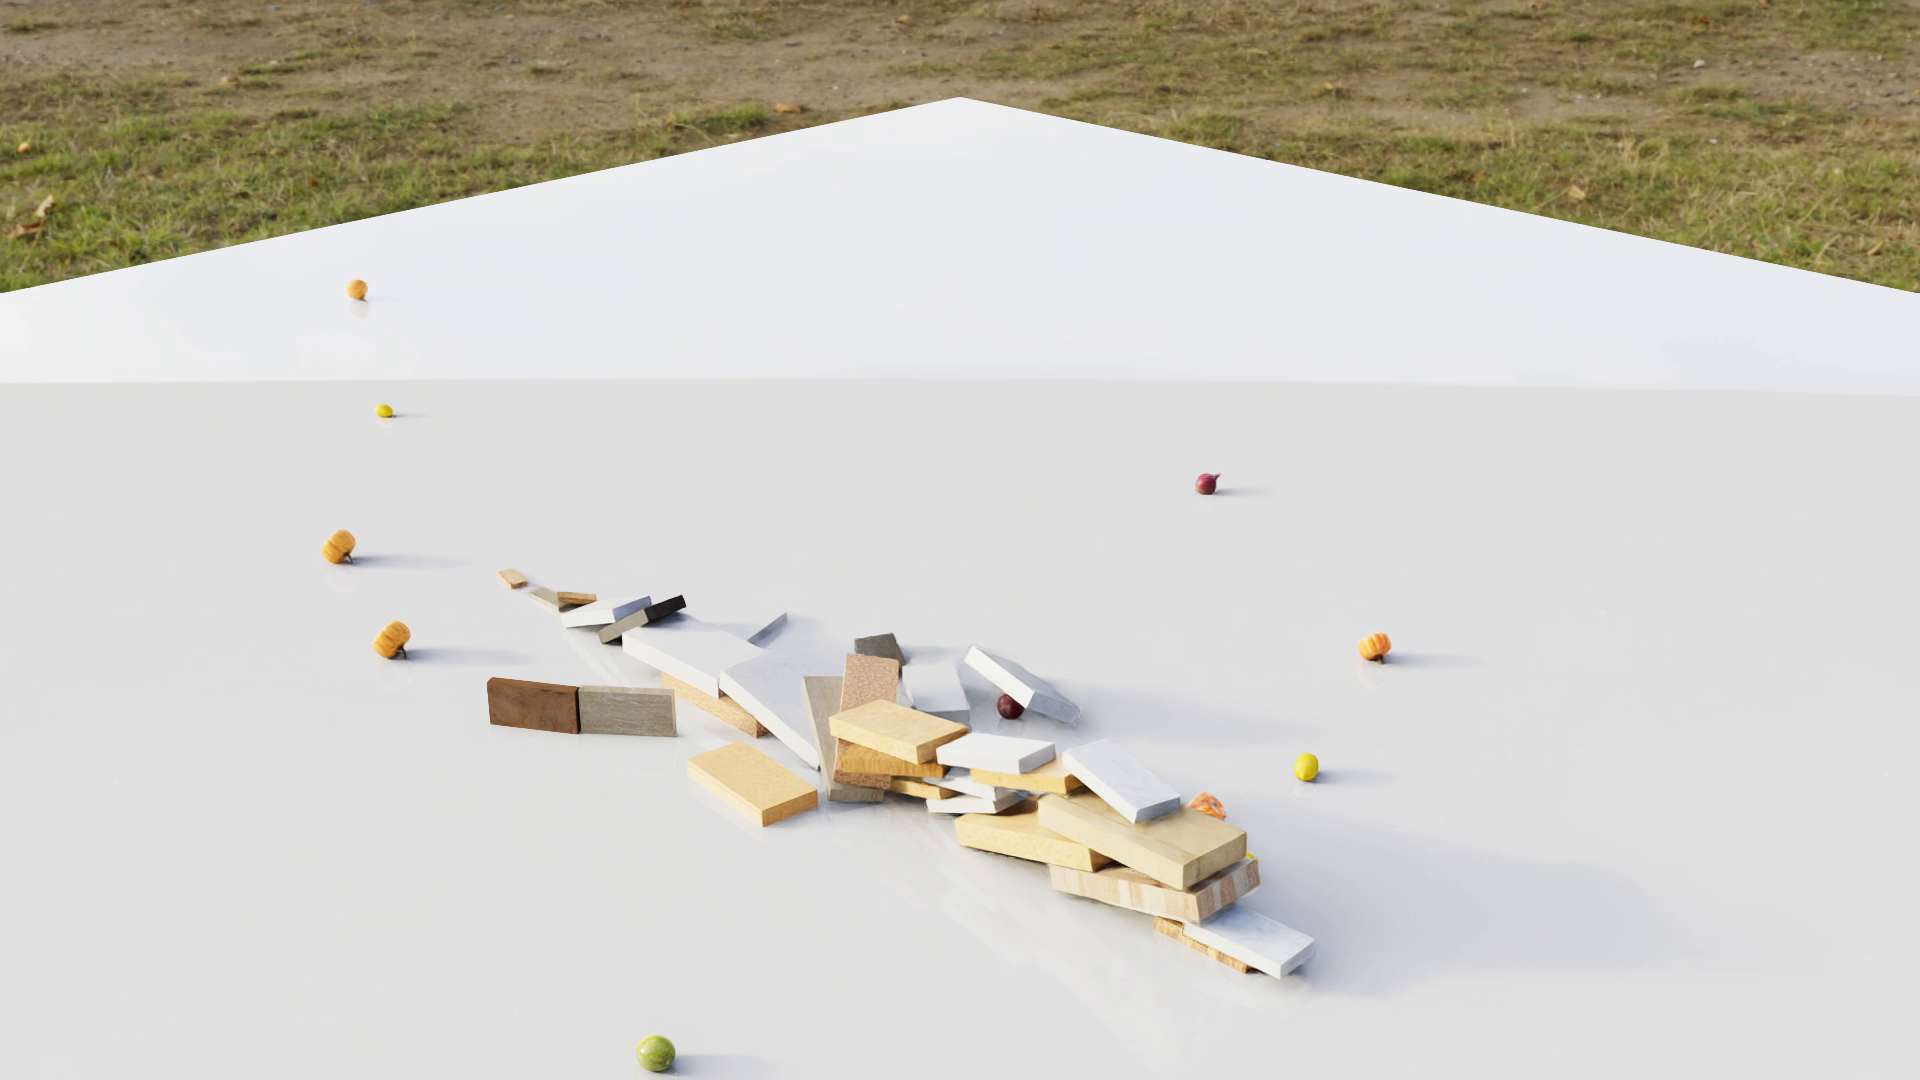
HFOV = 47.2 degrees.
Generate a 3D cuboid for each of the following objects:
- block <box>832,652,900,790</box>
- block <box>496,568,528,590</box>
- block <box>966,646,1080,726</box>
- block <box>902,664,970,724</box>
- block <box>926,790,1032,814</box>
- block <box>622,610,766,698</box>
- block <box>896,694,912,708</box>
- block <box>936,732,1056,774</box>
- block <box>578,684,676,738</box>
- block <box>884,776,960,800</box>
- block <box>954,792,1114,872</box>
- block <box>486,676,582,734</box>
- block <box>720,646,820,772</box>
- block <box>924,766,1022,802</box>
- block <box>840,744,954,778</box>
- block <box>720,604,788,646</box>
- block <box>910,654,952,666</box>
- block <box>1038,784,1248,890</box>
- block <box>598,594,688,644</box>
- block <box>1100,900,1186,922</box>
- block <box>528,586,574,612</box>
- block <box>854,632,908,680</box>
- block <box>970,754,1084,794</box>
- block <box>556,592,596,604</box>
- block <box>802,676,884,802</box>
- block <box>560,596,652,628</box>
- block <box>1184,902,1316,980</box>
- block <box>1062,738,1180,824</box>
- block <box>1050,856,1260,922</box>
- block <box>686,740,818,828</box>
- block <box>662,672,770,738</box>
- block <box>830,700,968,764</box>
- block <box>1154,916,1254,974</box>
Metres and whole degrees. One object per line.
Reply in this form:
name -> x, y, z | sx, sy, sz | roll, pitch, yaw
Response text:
block -> -0.195, 0.377, 4.637 | 0.116, 0.033, 0.407 | 8, 32, -4
block -> -1.123, 0.097, 5.516 | 0.047, 0.013, 0.095 | -14, 27, -30
block -> 0.137, 0.321, 4.862 | 0.137, 0.039, 0.274 | 23, 6, -35
block -> -0.053, 0.340, 4.844 | 0.116, 0.033, 0.231 | -3, 22, -9
block -> 0.037, 0.515, 4.398 | 0.102, 0.029, 0.203 | -19, 8, -40
block -> -0.591, 0.256, 4.973 | 0.338, 0.048, 0.169 | 21, 31, 40
block -> -0.136, 0.380, 4.829 | 0.204, 0.029, 0.102 | 16, 28, 33
block -> 0.070, 0.417, 4.295 | 0.217, 0.031, 0.108 | 2, 15, 44
block -> -0.719, 0.370, 4.757 | 0.204, 0.102, 0.029 | 2, 23, 6
block -> -0.065, 0.491, 4.494 | 0.102, 0.029, 0.203 | -19, 13, -36
block -> 0.180, 0.560, 4.260 | 0.179, 0.051, 0.357 | -20, 16, -42
block -> -0.925, 0.360, 4.781 | 0.204, 0.102, 0.029 | 5, 24, 12
block -> -0.348, 0.361, 4.751 | 0.169, 0.048, 0.338 | -21, 44, -40
block -> 0.032, 0.469, 4.375 | 0.102, 0.029, 0.203 | -20, 20, -41
block -> -0.119, 0.438, 4.424 | 0.217, 0.031, 0.108 | 2, 17, 20
block -> -0.500, 0.208, 5.236 | 0.094, 0.027, 0.187 | 11, 25, 24
block -> -0.055, 0.315, 4.986 | 0.094, 0.027, 0.187 | -4, 23, -9
block -> 0.336, 0.534, 4.080 | 0.179, 0.051, 0.357 | -19, 27, -40
block -> -0.744, 0.186, 5.134 | 0.112, 0.032, 0.224 | -22, -2, -41
block -> 0.371, 0.660, 4.107 | 0.106, 0.030, 0.211 | -21, 17, -40
block -> -1.002, 0.146, 5.399 | 0.047, 0.013, 0.125 | -21, 31, -40
block -> -0.183, 0.272, 5.075 | 0.094, 0.027, 0.187 | -9, 24, -10
block -> 0.147, 0.447, 4.257 | 0.231, 0.033, 0.116 | 1, 15, 41
block -> -0.938, 0.142, 5.380 | 0.094, 0.013, 0.047 | 6, 14, -13
block -> -0.249, 0.414, 4.624 | 0.112, 0.032, 0.377 | 1, 34, -15
block -> -0.839, 0.169, 5.219 | 0.112, 0.032, 0.224 | -22, 10, -41
block -> 0.521, 0.714, 3.957 | 0.211, 0.030, 0.106 | 20, 32, 40
block -> 0.301, 0.450, 4.126 | 0.108, 0.031, 0.217 | -12, 33, -35
block -> 0.360, 0.622, 4.094 | 0.357, 0.051, 0.179 | 4, 18, 46
block -> -0.430, 0.500, 4.533 | 0.137, 0.039, 0.274 | -18, 29, -36
block -> -0.496, 0.337, 4.906 | 0.169, 0.048, 0.338 | -21, 31, -40
block -> -0.126, 0.388, 4.473 | 0.137, 0.039, 0.274 | -17, 20, -39
block -> 0.471, 0.719, 4.027 | 0.212, 0.030, 0.106 | 21, 31, 40
